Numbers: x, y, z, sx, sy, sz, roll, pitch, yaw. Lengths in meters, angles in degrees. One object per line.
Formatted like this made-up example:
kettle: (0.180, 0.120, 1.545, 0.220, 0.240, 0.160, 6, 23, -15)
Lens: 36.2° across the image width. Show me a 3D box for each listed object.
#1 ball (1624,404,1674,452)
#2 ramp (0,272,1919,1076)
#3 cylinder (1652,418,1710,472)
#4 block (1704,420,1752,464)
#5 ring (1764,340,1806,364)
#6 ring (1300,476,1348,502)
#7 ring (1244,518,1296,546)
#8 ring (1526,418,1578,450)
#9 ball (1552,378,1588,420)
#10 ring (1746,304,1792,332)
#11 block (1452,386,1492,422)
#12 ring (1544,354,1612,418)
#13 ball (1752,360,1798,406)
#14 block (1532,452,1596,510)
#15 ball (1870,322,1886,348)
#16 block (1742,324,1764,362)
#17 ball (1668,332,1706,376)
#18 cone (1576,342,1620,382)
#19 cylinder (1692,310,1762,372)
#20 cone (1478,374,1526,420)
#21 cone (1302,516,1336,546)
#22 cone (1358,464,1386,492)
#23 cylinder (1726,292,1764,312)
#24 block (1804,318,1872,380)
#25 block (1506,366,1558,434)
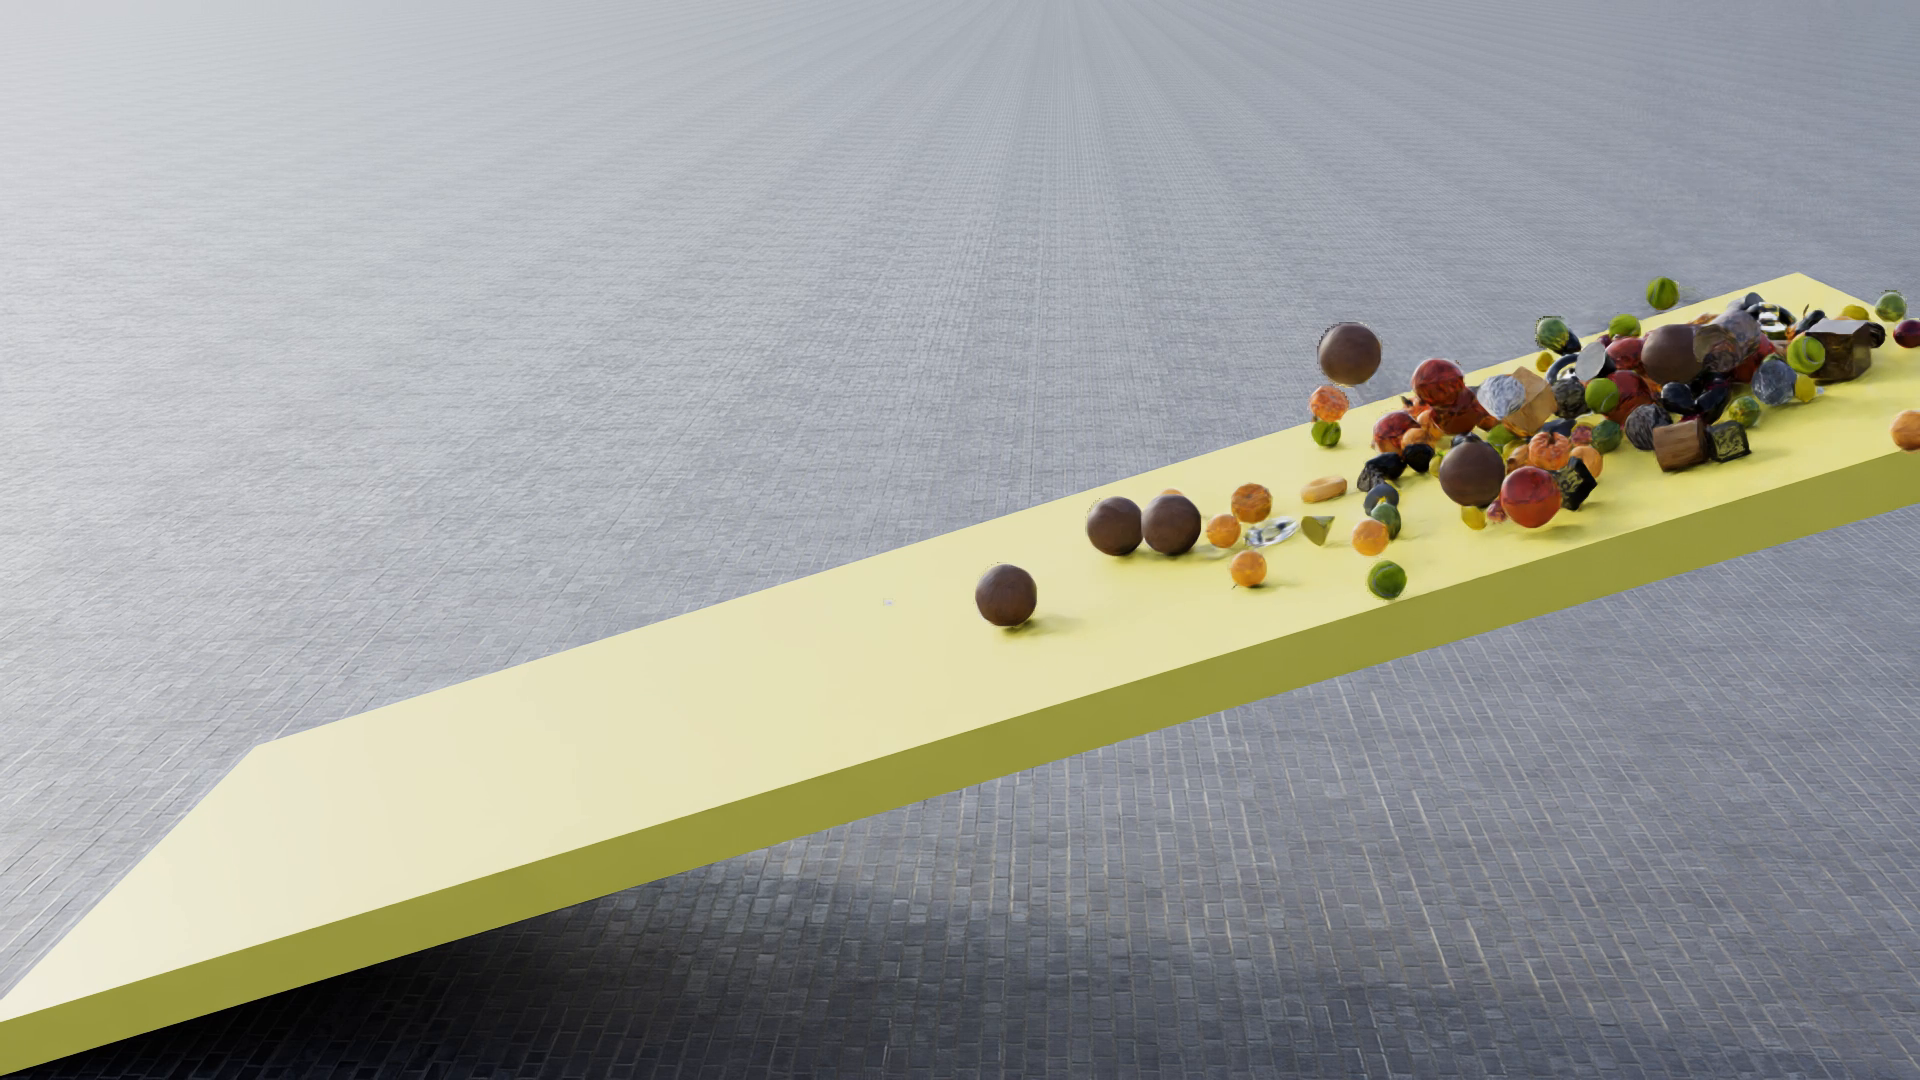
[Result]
ball: (1.349, -0.220, 5.757, 0.093, 0.093, 0.093, 0, 11, 0)
ramp: (0.100, 0.183, 6.311, 4.000, 0.100, 2.000, -17, 10, 5)
cylinder: (1.361, -0.179, 5.545, 0.084, 0.084, 0.084, -13, 5, 26)
block: (1.437, -0.185, 5.512, 0.060, 0.060, 0.060, -18, 10, 0)
ring: (1.724, -0.392, 6.134, 0.094, 0.031, 0.094, 4, 18, -1)
ring: (0.780, -0.109, 6.309, 0.105, 0.035, 0.105, -18, 12, 4)
ring: (0.639, -0.017, 6.055, 0.113, 0.038, 0.113, -18, 9, 3)
ring: (1.227, -0.219, 6.096, 0.114, 0.038, 0.114, -25, 8, 4)
ball: (1.242, -0.288, 6.012, 0.084, 0.084, 0.084, 0, 11, 0)
ring: (1.698, -0.467, 6.174, 0.098, 0.033, 0.098, 13, -17, 4)
block: (1.155, -0.304, 6.595, 0.064, 0.064, 0.064, -25, 15, -33)
ring: (1.298, -0.325, 6.185, 0.143, 0.143, 0.048, 4, -16, 19)
ball: (1.605, -0.309, 5.795, 0.089, 0.089, 0.089, 0, 11, 0)
block: (1.132, -0.110, 5.507, 0.071, 0.071, 0.071, -48, 30, -13)
ball: (1.831, -0.411, 5.901, 0.052, 0.052, 0.052, 0, 11, 0)
block: (1.655, -0.414, 6.184, 0.054, 0.054, 0.054, -5, 38, 29)
ball: (1.500, -0.381, 6.042, 0.091, 0.091, 0.091, 0, 11, 0)
cone: (1.318, -0.350, 6.003, 0.086, 0.086, 0.086, 21, 1, -28)
cylinder: (1.510, -0.392, 5.789, 0.100, 0.100, 0.100, 9, 27, 37)
cone: (1.070, -0.262, 5.828, 0.096, 0.096, 0.096, 3, 35, 12)
cone: (0.730, -0.033, 5.884, 0.066, 0.066, 0.066, -33, 28, -29)
cone: (0.882, -0.116, 6.186, 0.065, 0.065, 0.065, -8, 31, -34)
cylinder: (1.695, -0.497, 6.342, 0.059, 0.059, 0.059, -6, -12, -29)
block: (1.747, -0.379, 5.853, 0.095, 0.095, 0.095, 5, 23, 37)
block: (1.145, -0.283, 5.950, 0.082, 0.082, 0.082, -41, 47, -9)
